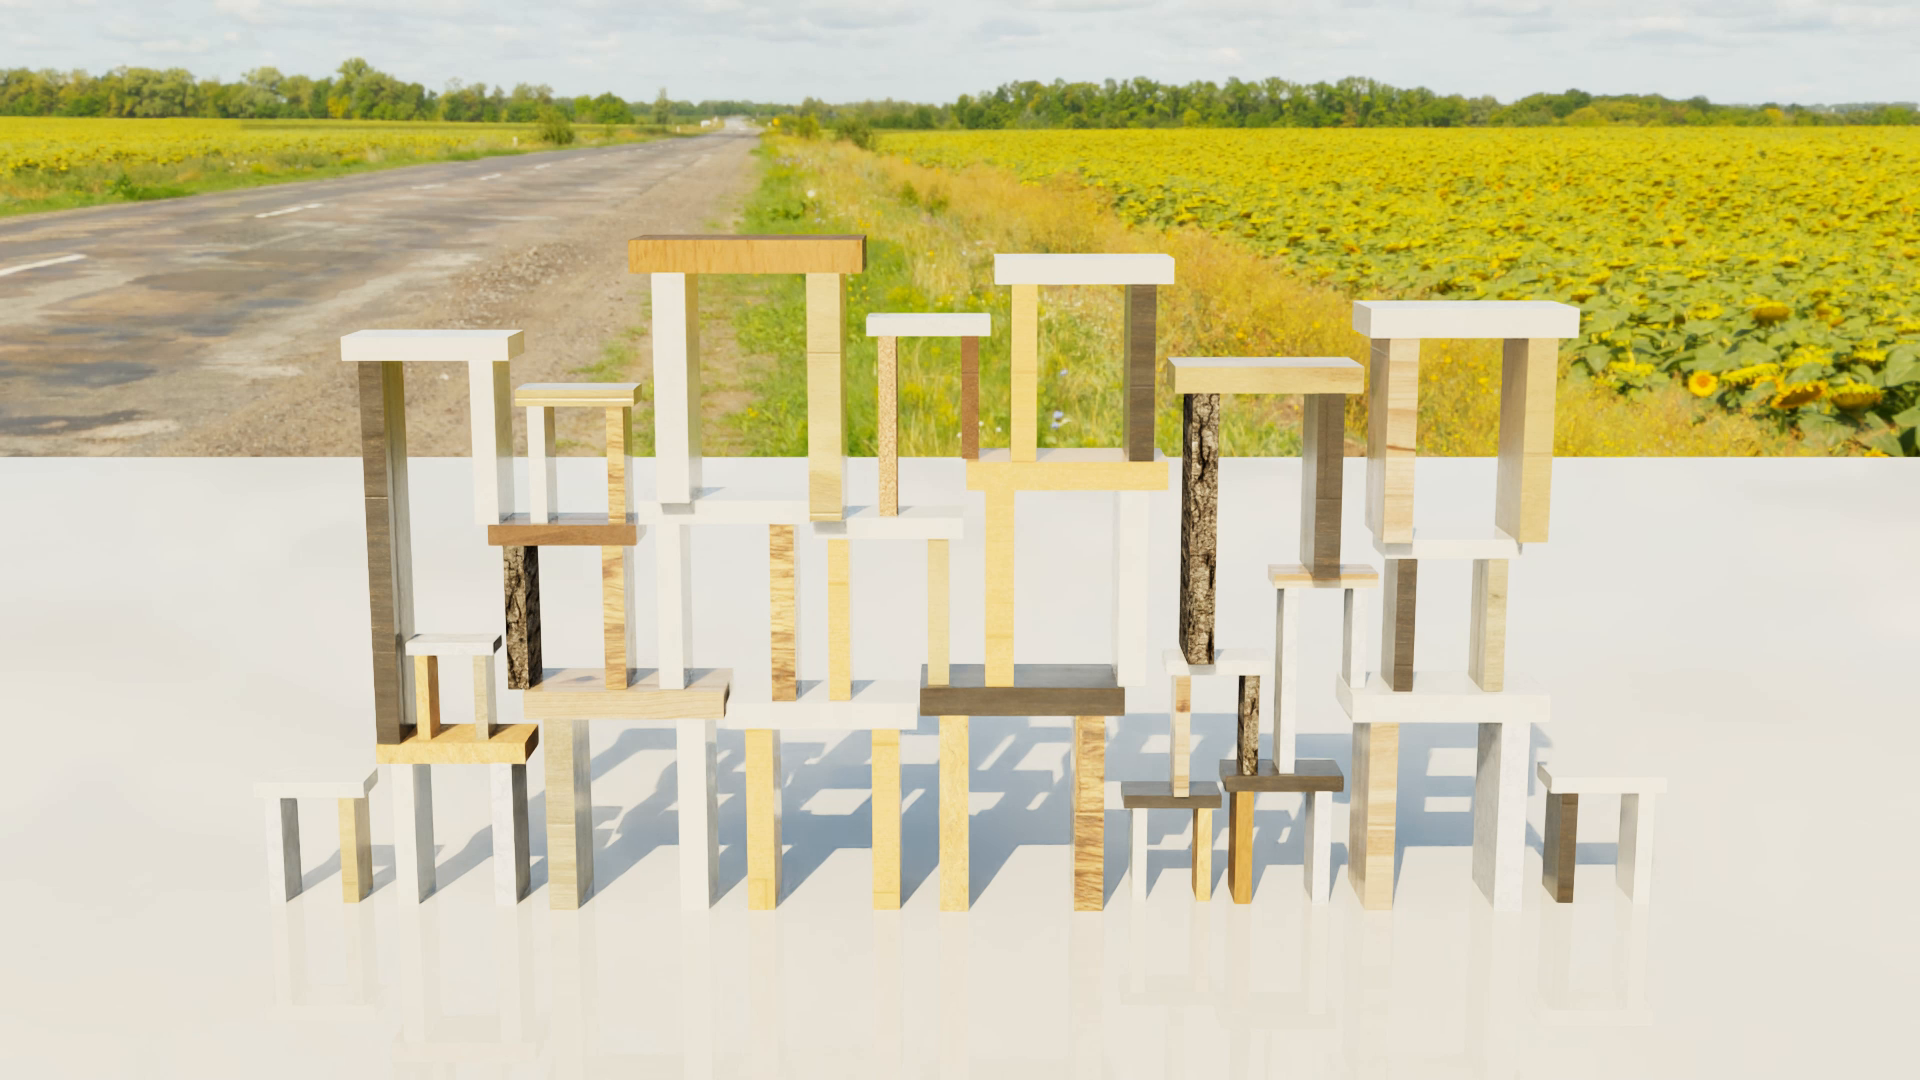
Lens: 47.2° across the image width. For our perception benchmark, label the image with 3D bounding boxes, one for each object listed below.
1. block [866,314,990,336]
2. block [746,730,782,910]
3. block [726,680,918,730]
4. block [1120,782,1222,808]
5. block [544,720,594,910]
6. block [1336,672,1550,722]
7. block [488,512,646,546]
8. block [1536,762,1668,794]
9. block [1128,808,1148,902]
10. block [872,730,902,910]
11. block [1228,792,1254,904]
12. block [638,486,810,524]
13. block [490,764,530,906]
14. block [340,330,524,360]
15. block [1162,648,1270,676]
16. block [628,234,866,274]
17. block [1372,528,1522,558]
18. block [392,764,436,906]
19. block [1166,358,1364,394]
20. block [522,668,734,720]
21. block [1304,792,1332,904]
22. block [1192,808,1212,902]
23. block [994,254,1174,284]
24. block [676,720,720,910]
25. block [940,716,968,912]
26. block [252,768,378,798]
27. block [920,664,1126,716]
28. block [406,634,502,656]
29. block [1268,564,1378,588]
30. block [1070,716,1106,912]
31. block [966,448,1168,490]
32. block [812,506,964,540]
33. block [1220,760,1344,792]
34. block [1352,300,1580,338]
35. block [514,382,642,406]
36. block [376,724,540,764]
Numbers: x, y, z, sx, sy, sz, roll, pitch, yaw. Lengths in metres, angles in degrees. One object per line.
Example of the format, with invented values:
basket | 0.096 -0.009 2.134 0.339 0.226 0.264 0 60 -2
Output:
block | -0.050 -0.343 3.500 0.195 0.028 0.098 0 11 0
block | -0.324 0.440 3.639 0.043 0.305 0.153 0 11 0
block | -0.222 0.269 3.607 0.305 0.043 0.153 0 11 0
block | 0.349 0.422 3.641 0.159 0.023 0.080 0 11 0
block | -0.647 0.432 3.642 0.046 0.321 0.161 0 11 0
block | 0.788 0.257 3.606 0.317 0.045 0.158 0 11 0
block | -0.632 -0.018 3.552 0.236 0.033 0.118 0 11 0
block | 1.059 0.392 3.634 0.188 0.027 0.094 0 11 0
block | 0.296 0.511 3.657 0.023 0.159 0.080 0 11 0
block | -0.120 0.440 3.639 0.043 0.305 0.153 0 11 0
block | 0.465 0.496 3.649 0.027 0.192 0.096 0 11 0
block | -0.374 -0.056 3.550 0.271 0.038 0.135 0 11 0
block | -0.746 0.471 3.652 0.034 0.241 0.121 0 11 0
block | -0.838 -0.311 3.506 0.261 0.037 0.131 0 11 0
block | 0.417 0.199 3.593 0.167 0.024 0.084 0 11 0
block | -0.331 -0.453 3.474 0.359 0.051 0.180 0 11 0
block | 0.787 0.005 3.557 0.219 0.031 0.109 0 10 0
block | -0.907 0.471 3.652 0.034 0.241 0.121 0 11 0
block | 0.485 -0.264 3.513 0.295 0.042 0.148 0 11 0
block | -0.540 0.251 3.608 0.321 0.046 0.161 0 11 0
block | 0.593 0.496 3.649 0.027 0.192 0.096 0 11 0
block | 0.402 0.511 3.657 0.023 0.159 0.080 0 11 0
block | 0.193 -0.429 3.478 0.278 0.039 0.139 0 11 0
block | -0.433 0.432 3.642 0.046 0.321 0.161 0 11 0
block | -0.010 0.429 3.636 0.047 0.329 0.164 0 11 0
block | -1.064 0.401 3.633 0.180 0.025 0.090 0 11 0
block | 0.100 0.245 3.602 0.329 0.047 0.164 0 11 0
block | -0.826 0.170 3.591 0.141 0.020 0.071 0 11 0
block | 0.589 0.058 3.574 0.167 0.024 0.083 0 11 0
block | 0.209 0.429 3.636 0.047 0.329 0.164 0 11 0
block | 0.169 -0.115 3.542 0.319 0.045 0.159 0 11 0
block | -0.114 -0.029 3.549 0.238 0.034 0.119 0 11 0
block | 0.529 0.389 3.629 0.192 0.027 0.096 0 11 0
block | 0.799 -0.351 3.491 0.323 0.046 0.162 0 10 0
block | -0.609 -0.233 3.518 0.187 0.027 0.094 0 11 0
block | -0.826 0.335 3.627 0.241 0.034 0.121 0 11 0
